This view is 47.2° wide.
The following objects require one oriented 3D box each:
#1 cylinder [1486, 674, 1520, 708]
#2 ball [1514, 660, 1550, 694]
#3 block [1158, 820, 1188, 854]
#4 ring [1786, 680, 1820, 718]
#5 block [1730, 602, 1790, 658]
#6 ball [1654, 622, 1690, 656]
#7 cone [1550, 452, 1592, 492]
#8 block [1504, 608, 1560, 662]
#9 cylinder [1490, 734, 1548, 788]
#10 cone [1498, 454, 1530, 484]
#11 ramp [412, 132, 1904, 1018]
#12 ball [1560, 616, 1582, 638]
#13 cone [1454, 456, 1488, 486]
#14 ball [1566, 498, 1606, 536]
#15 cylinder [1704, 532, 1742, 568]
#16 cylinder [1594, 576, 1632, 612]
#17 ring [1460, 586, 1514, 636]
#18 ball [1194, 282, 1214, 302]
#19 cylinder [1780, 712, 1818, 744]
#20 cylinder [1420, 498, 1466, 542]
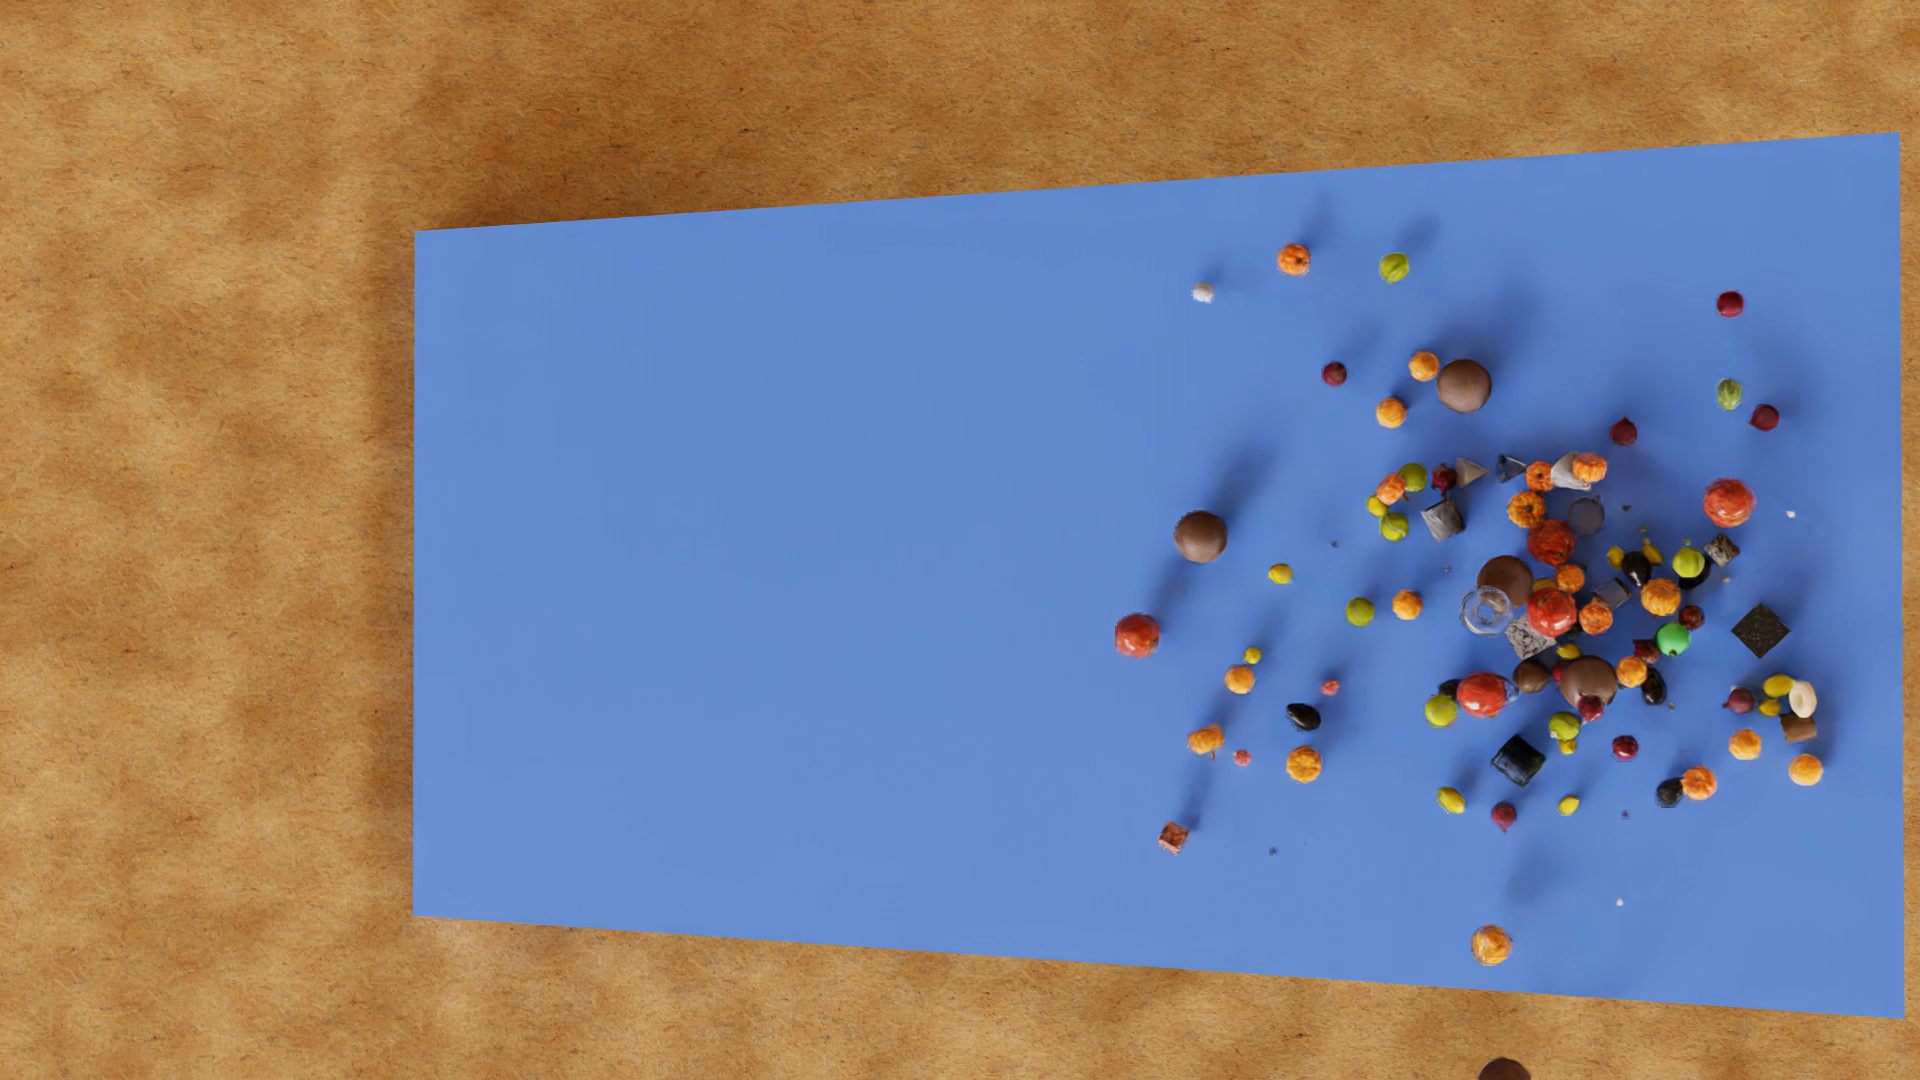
[{"bbox_3d":[1.295,0.360,5.246,0.055,0.055,0.055,-47,59,-1],"label":"cylinder"},{"bbox_3d":[1.355,0.324,5.214,0.084,0.084,0.084,0,89,0],"label":"ball"},{"bbox_3d":[0.537,0.747,5.528,0.054,0.054,0.054,27,74,14],"label":"block"},{"bbox_3d":[1.901,0.359,4.961,0.028,0.084,0.084,14,89,-29],"label":"ring"},{"bbox_3d":[1.830,0.207,5.025,0.091,0.091,0.091,-47,74,15],"label":"block"},{"bbox_3d":[1.643,0.228,5.070,0.077,0.077,0.077,0,89,0],"label":"ball"},{"bbox_3d":[1.453,-0.139,5.154,0.097,0.097,0.097,-14,129,-17],"label":"cone"},{"bbox_3d":[1.355,0.223,5.211,0.093,0.093,0.093,-30,79,19],"label":"block"},{"bbox_3d":[1.326,0.525,5.218,0.093,0.093,0.093,41,89,17],"label":"cylinder"},{"bbox_3d":[1.332,-0.171,5.257,0.073,0.073,0.073,-3,89,-5],"label":"cone"},{"bbox_3d":[0.282,0.087,5.739,4.000,0.100,2.000,0,89,22],"label":"ramp"},{"bbox_3d":[1.445,0.208,5.197,0.052,0.052,0.052,0,89,0],"label":"ball"},{"bbox_3d":[1.240,-0.165,5.293,0.074,0.074,0.074,2,89,-14],"label":"cone"},{"bbox_3d":[1.464,-0.055,5.146,0.088,0.088,0.088,0,89,0],"label":"ball"},{"bbox_3d":[1.758,0.023,5.072,0.059,0.059,0.059,-39,75,0],"label":"cylinder"},{"bbox_3d":[1.511,0.126,5.093,0.059,0.059,0.059,-36,89,-4],"label":"cylinder"},{"bbox_3d":[1.214,0.164,5.067,0.119,0.040,0.119,5,107,18],"label":"ring"},{"bbox_3d":[0.614,-0.624,5.537,0.050,0.050,0.050,0,89,0],"label":"ball"},{"bbox_3d":[1.908,0.423,5.003,0.067,0.067,0.067,-16,89,20],"label":"cylinder"},{"bbox_3d":[1.164,-0.048,5.290,0.081,0.081,0.081,-27,88,0],"label":"cylinder"}]
